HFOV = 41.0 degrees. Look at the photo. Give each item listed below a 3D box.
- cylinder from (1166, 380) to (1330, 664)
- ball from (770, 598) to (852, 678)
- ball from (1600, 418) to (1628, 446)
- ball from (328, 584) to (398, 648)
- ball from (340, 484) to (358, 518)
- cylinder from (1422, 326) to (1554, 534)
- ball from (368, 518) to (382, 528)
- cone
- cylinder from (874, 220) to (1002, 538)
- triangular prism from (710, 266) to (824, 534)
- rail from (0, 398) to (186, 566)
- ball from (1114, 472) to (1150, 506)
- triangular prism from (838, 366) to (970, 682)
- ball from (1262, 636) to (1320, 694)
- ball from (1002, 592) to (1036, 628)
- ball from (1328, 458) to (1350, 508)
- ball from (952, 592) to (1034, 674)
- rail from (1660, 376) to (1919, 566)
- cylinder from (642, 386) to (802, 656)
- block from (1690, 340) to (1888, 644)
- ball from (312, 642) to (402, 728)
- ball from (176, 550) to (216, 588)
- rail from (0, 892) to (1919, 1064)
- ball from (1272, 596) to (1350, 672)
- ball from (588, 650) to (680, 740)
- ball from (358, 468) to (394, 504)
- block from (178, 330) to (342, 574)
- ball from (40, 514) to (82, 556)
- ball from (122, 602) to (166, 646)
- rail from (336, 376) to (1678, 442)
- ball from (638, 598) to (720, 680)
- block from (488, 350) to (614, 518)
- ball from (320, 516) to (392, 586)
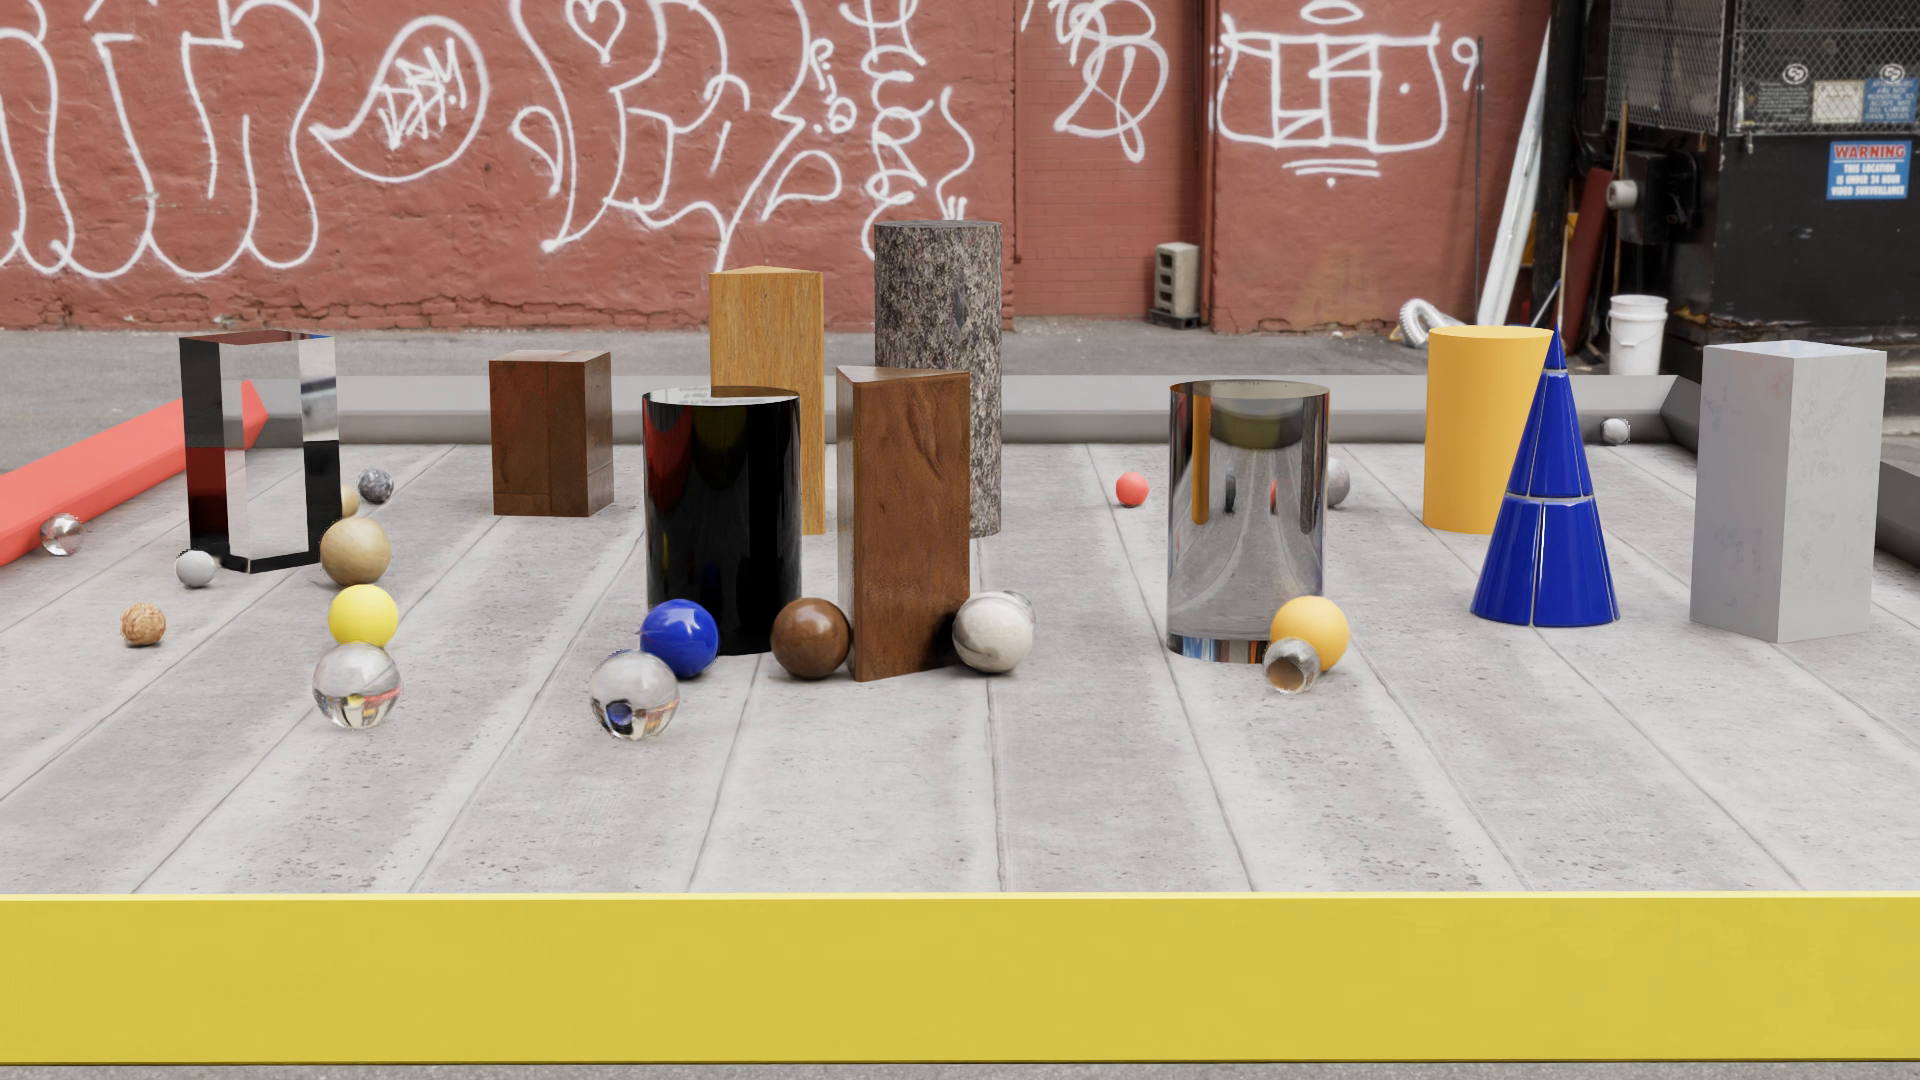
[{"bbox_3d":[0.362,-0.027,3.233,0.200,0.329,0.200,0,10,0],"label":"cylinder"},{"bbox_3d":[-0.179,0.118,3.085,0.098,0.098,0.098,0,10,0],"label":"ball"},{"bbox_3d":[1.268,-0.209,4.975,0.054,0.054,0.054,0,10,0],"label":"ball"},{"bbox_3d":[-0.750,0.098,3.224,0.086,0.086,0.086,0,10,0],"label":"ball"},{"bbox_3d":[-1.001,-0.059,4.132,0.064,0.064,0.064,0,10,0],"label":"ball"},{"bbox_3d":[0.847,-0.179,4.105,0.200,0.310,0.200,0,10,0],"label":"cylinder"},{"bbox_3d":[-0.894,-0.004,3.856,0.057,0.057,0.057,0,10,0],"label":"ball"},{"bbox_3d":[0.788,-0.095,3.421,0.200,0.394,0.200,0,10,0],"label":"cone"},{"bbox_3d":[-0.034,-0.255,4.039,0.200,0.484,0.200,0,10,0],"label":"cylinder"},{"bbox_3d":[-0.309,-0.223,4.064,0.173,0.411,0.150,-2,11,-8],"label":"triangular prism"},{"bbox_3d":[-1.389,0.035,3.441,0.045,0.130,3.185,0,10,0],"label":"rail"},{"bbox_3d":[0.288,-0.085,4.295,0.057,0.057,0.057,0,10,0],"label":"ball"},{"bbox_3d":[-0.102,-0.028,3.147,0.173,0.361,0.150,-9,14,-39],"label":"triangular prism"},{"bbox_3d":[0.389,0.147,3.011,0.067,0.067,0.067,0,10,0],"label":"ball"},{"bbox_3d":[0.062,0.099,3.268,0.068,0.068,0.068,0,10,0],"label":"ball"},{"bbox_3d":[0.610,-0.096,4.282,0.084,0.084,0.084,0,10,0],"label":"ball"},{"bbox_3d":[0.039,0.112,3.113,0.099,0.099,0.099,0,10,0],"label":"ball"},{"bbox_3d":[1.389,0.032,3.457,0.045,0.130,3.185,0,10,0],"label":"rail"},{"bbox_3d":[-0.302,-0.028,3.276,0.200,0.315,0.200,0,10,0],"label":"cylinder"},{"bbox_3d":[1.078,-0.067,3.347,0.160,0.366,0.160,-5,12,-27],"label":"block"},{"bbox_3d":[-0.670,0.161,2.852,0.097,0.097,0.097,0,10,0],"label":"ball"},{"bbox_3d":[-1.079,0.041,3.623,0.054,0.054,0.054,0,10,0],"label":"ball"},{"bbox_3d":[0.009,0.319,1.906,2.825,0.130,0.045,0,10,0],"label":"rail"},{"bbox_3d":[0.425,0.114,3.113,0.094,0.094,0.094,0,10,0],"label":"ball"},{"bbox_3d":[-0.356,0.169,2.804,0.099,0.099,0.099,0,10,0],"label":"ball"},{"bbox_3d":[-0.984,-0.091,4.325,0.058,0.058,0.058,0,10,0],"label":"ball"},{"bbox_3d":[-1.034,-0.134,3.802,0.160,0.333,0.160,9,14,41],"label":"block"},{"bbox_3d":[-1.354,-0.008,3.865,0.061,0.061,0.061,0,10,0],"label":"ball"},{"bbox_3d":[-1.038,0.107,3.263,0.055,0.055,0.055,0,10,0],"label":"ball"},{"bbox_3d":[-0.009,-0.252,4.991,2.825,0.130,0.045,0,10,0],"label":"rail"},{"bbox_3d":[-0.337,0.119,3.083,0.096,0.096,0.096,0,10,0],"label":"ball"},{"bbox_3d":[-0.675,-0.179,4.255,0.160,0.255,0.160,1,11,8],"label":"block"},{"bbox_3d":[-0.854,0.017,3.624,0.100,0.100,0.100,0,10,0],"label":"ball"}]
